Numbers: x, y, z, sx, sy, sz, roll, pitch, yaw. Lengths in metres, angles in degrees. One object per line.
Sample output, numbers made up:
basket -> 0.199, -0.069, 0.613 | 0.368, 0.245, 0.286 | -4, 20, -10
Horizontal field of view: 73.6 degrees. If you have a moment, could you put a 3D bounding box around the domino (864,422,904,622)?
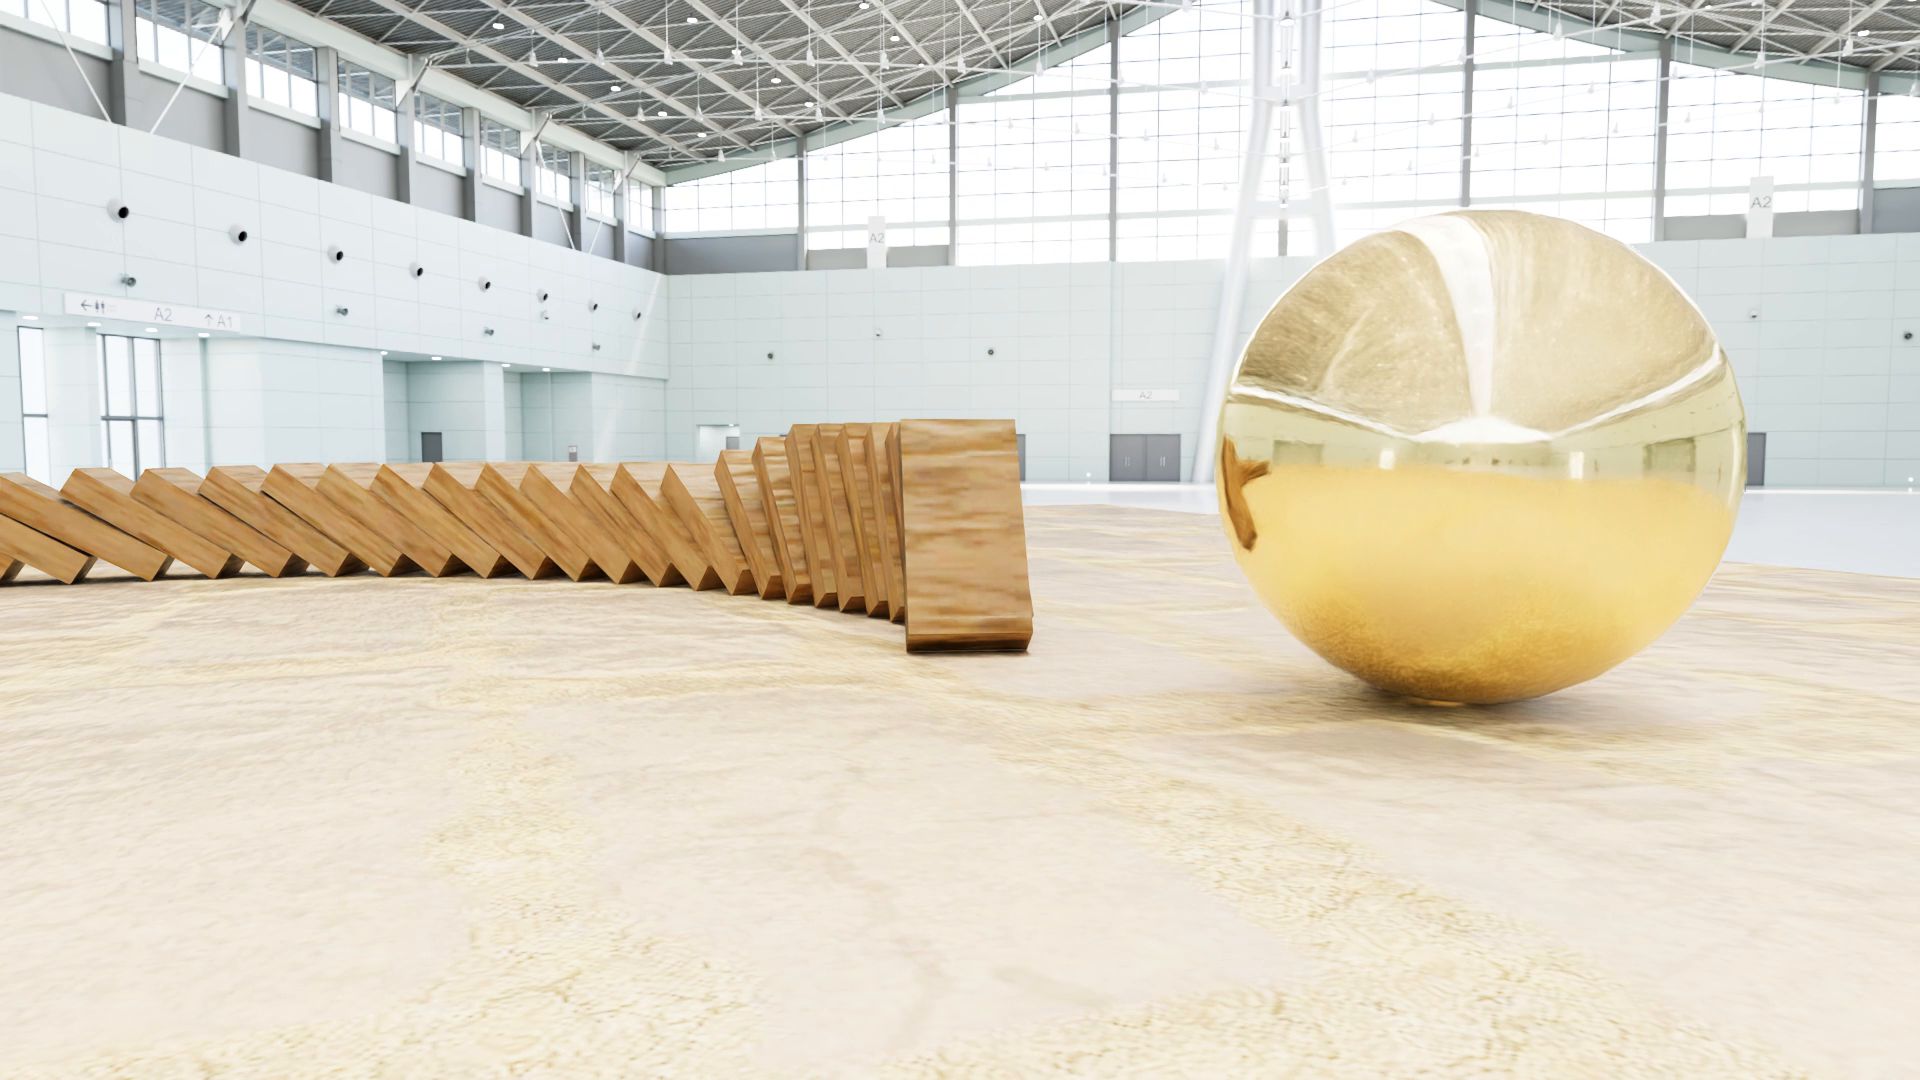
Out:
domino -> -0.007, -0.005, 0.316 | 0.025, 0.050, 0.009 | -1, -26, -19

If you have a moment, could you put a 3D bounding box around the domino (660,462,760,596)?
domino -> -0.066, -0.004, 0.380 | 0.025, 0.009, 0.050 | -4, 41, -41

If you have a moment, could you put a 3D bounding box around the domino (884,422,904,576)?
domino -> -0.002, -0.004, 0.306 | 0.025, 0.050, 0.009 | -1, -26, -16

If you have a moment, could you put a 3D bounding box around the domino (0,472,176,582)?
domino -> -0.272, -0.004, 0.399 | 0.050, 0.009, 0.025 | 32, -8, -22

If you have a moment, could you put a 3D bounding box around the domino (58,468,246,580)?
domino -> -0.255, -0.006, 0.408 | 0.050, 0.009, 0.025 | 33, -4, -14

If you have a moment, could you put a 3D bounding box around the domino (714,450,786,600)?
domino -> -0.051, -0.005, 0.368 | 0.025, 0.009, 0.050 | -2, 47, -31

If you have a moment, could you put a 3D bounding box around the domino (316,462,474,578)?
domino -> -0.182, -0.007, 0.421 | 0.050, 0.009, 0.025 | 35, 8, 5

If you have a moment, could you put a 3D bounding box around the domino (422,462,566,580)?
domino -> -0.147, -0.007, 0.417 | 0.050, 0.010, 0.025 | 38, 14, 12

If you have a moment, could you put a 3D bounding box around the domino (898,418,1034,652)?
domino -> 0.000, -0.002, 0.271 | 0.025, 0.050, 0.009 | 0, -26, -6

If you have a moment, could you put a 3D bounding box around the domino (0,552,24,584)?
domino -> -0.306, -0.004, 0.380 | 0.050, 0.009, 0.025 | 34, -11, -23

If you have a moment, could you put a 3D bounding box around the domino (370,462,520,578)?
domino -> -0.164, -0.007, 0.419 | 0.050, 0.009, 0.025 | 36, 11, 8

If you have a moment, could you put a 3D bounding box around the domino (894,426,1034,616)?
domino -> 0.000, -0.003, 0.294 | 0.025, 0.050, 0.010 | -1, -26, -13

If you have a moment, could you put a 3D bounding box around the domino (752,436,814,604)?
domino -> -0.040, -0.006, 0.356 | 0.025, 0.050, 0.009 | -2, -35, -26

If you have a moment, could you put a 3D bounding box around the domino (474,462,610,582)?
domino -> -0.129, -0.007, 0.412 | 0.050, 0.009, 0.025 | 39, 19, 17

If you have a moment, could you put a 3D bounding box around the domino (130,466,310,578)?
domino -> -0.236, -0.006, 0.415 | 0.050, 0.009, 0.025 | 32, 0, -8

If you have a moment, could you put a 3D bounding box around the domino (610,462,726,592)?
domino -> -0.082, -0.005, 0.389 | 0.025, 0.009, 0.050 | -5, 43, -50

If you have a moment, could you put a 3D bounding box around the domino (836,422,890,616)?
domino -> -0.015, -0.006, 0.326 | 0.025, 0.050, 0.009 | -2, -26, -24

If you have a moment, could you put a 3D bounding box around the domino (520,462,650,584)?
domino -> -0.113, -0.006, 0.406 | 0.050, 0.010, 0.025 | 40, 21, 20

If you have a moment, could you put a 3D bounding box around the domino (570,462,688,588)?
domino -> -0.096, -0.006, 0.399 | 0.050, 0.009, 0.025 | 43, 27, 26

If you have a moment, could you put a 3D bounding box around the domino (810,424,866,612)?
domino -> -0.022, -0.007, 0.335 | 0.025, 0.050, 0.009 | -2, -26, -24

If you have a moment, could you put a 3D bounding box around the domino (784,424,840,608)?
domino -> -0.030, -0.007, 0.344 | 0.025, 0.050, 0.010 | -2, -26, -25

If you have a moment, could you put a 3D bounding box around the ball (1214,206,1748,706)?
ball -> 0.082, -0.013, 0.210 | 0.080, 0.080, 0.080 | 0, 4, 0

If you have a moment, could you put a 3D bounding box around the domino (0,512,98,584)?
domino -> -0.290, -0.004, 0.389 | 0.050, 0.009, 0.025 | 34, -11, -24

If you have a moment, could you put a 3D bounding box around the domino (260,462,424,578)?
domino -> -0.199, -0.007, 0.421 | 0.050, 0.010, 0.025 | 35, 6, 1

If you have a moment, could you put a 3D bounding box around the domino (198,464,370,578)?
domino -> -0.218, -0.007, 0.419 | 0.050, 0.009, 0.025 | 33, 3, -3
